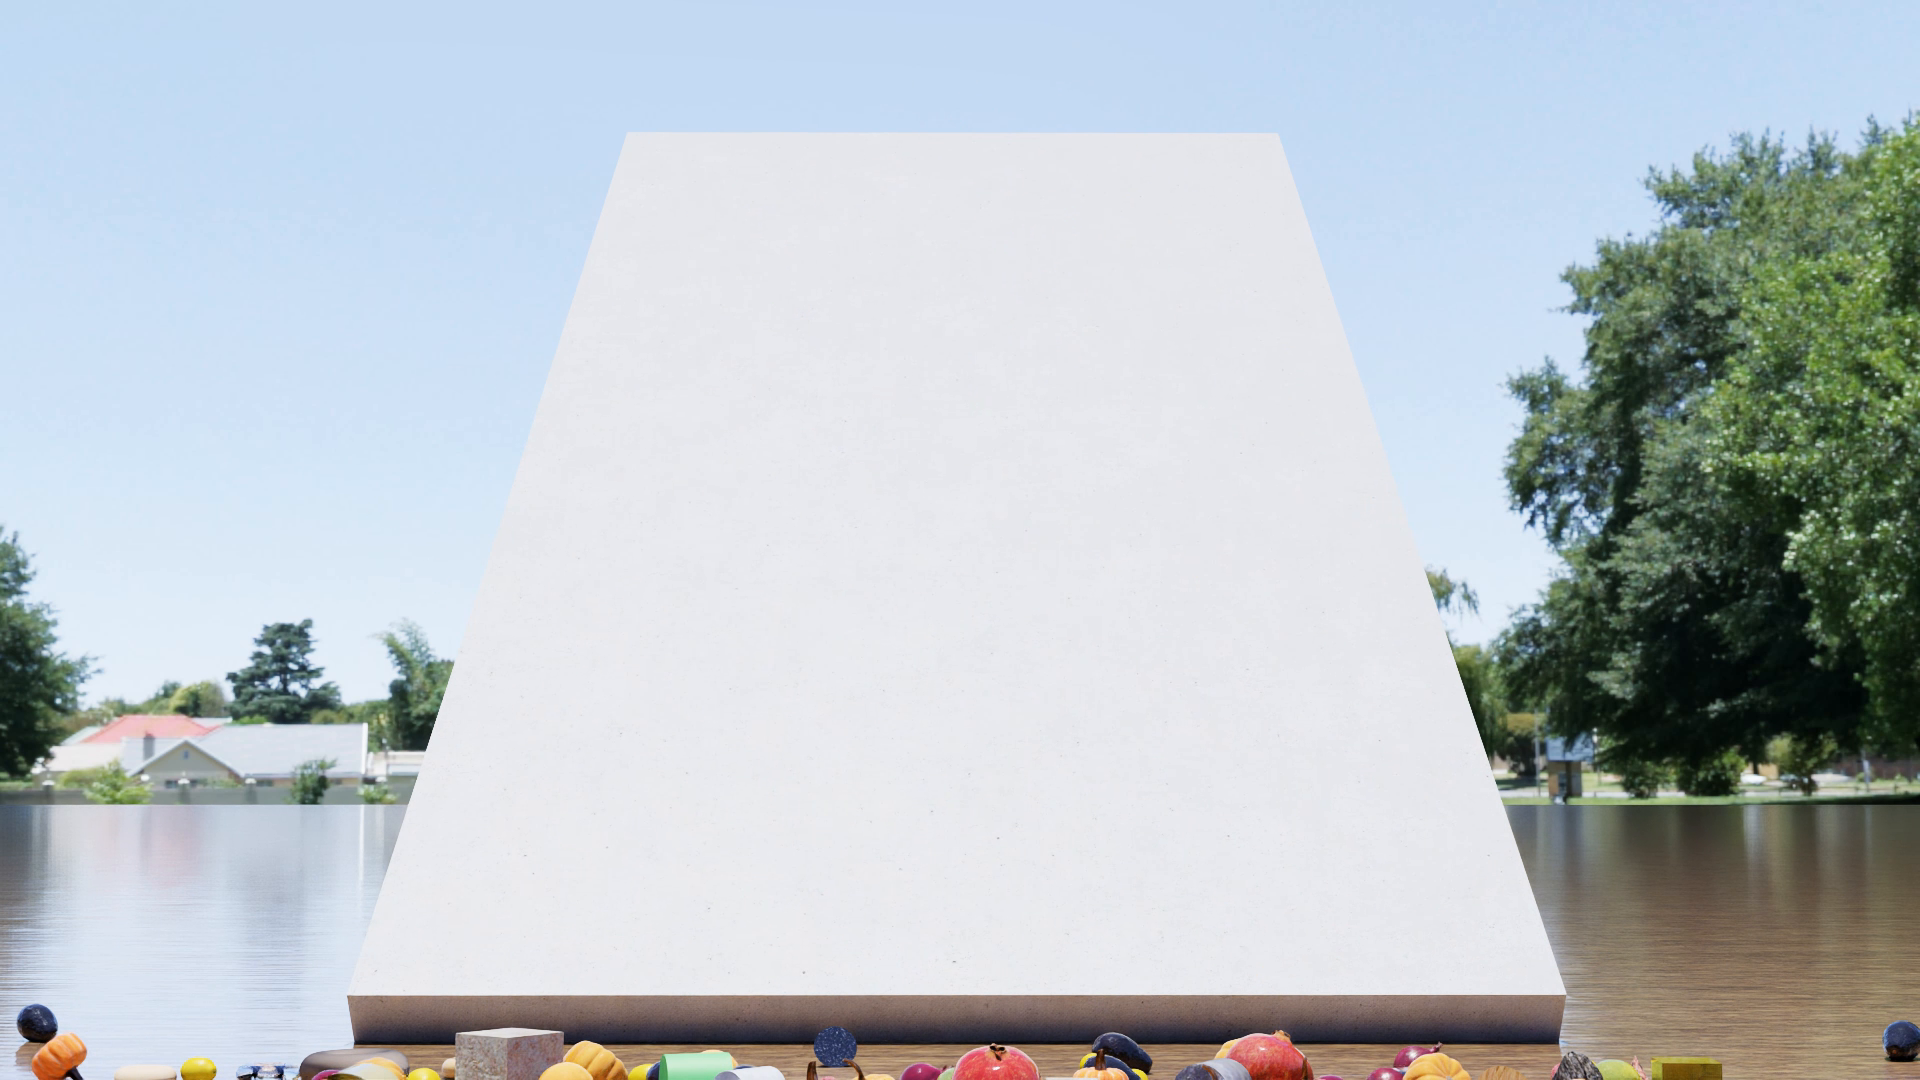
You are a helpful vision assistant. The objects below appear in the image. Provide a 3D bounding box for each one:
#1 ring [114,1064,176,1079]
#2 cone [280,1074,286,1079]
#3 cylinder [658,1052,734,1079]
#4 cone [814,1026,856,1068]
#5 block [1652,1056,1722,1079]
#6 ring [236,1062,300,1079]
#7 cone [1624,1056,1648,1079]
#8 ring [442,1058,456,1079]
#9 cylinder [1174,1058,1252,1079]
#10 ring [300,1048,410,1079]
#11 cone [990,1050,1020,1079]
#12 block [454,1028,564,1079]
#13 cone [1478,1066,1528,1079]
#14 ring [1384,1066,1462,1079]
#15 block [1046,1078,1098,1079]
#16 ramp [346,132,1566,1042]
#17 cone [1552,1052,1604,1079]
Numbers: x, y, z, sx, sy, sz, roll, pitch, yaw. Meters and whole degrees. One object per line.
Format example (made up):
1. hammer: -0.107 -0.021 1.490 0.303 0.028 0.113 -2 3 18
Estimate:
1. ring: -1.139 0.751 3.378 0.084 0.028 0.084 1 -7 0
2. cone: -0.861 0.706 3.073 0.053 0.053 0.053 0 -6 0
3. cylinder: -0.332 0.687 3.036 0.082 0.082 0.082 2 -6 -15
4. cone: -0.191 0.780 3.662 0.065 0.065 0.065 1 -33 -7
5. block: 0.915 0.692 3.041 0.073 0.073 0.073 -1 -6 5
6. ring: -0.975 0.753 3.403 0.088 0.029 0.088 0 -8 0
7. cone: 0.895 0.714 3.197 0.063 0.063 0.063 0 -6 0
8. ring: -0.703 0.761 3.484 0.089 0.030 0.089 -1 -7 0
9. cylinder: 0.312 0.683 2.981 0.079 0.079 0.079 -3 -7 28
10. ring: -0.846 0.740 3.373 0.150 0.050 0.150 -1 -7 0
11. cone: 0.060 0.706 3.174 0.073 0.073 0.073 0 -6 0
12. block: -0.586 0.690 3.140 0.098 0.098 0.098 -5 -8 37
13. cone: 0.664 0.707 3.005 0.080 0.080 0.080 1 -33 -13
14. ring: 0.627 0.735 3.270 0.109 0.036 0.109 1 -6 0
15. block: 0.136 0.683 2.911 0.062 0.062 0.062 0 -6 1
16. ramp: -0.013 -0.210 5.717 2.000 0.100 4.000 0 30 0
17. cone: 0.781 0.720 3.138 0.084 0.084 0.084 5 -34 -40
